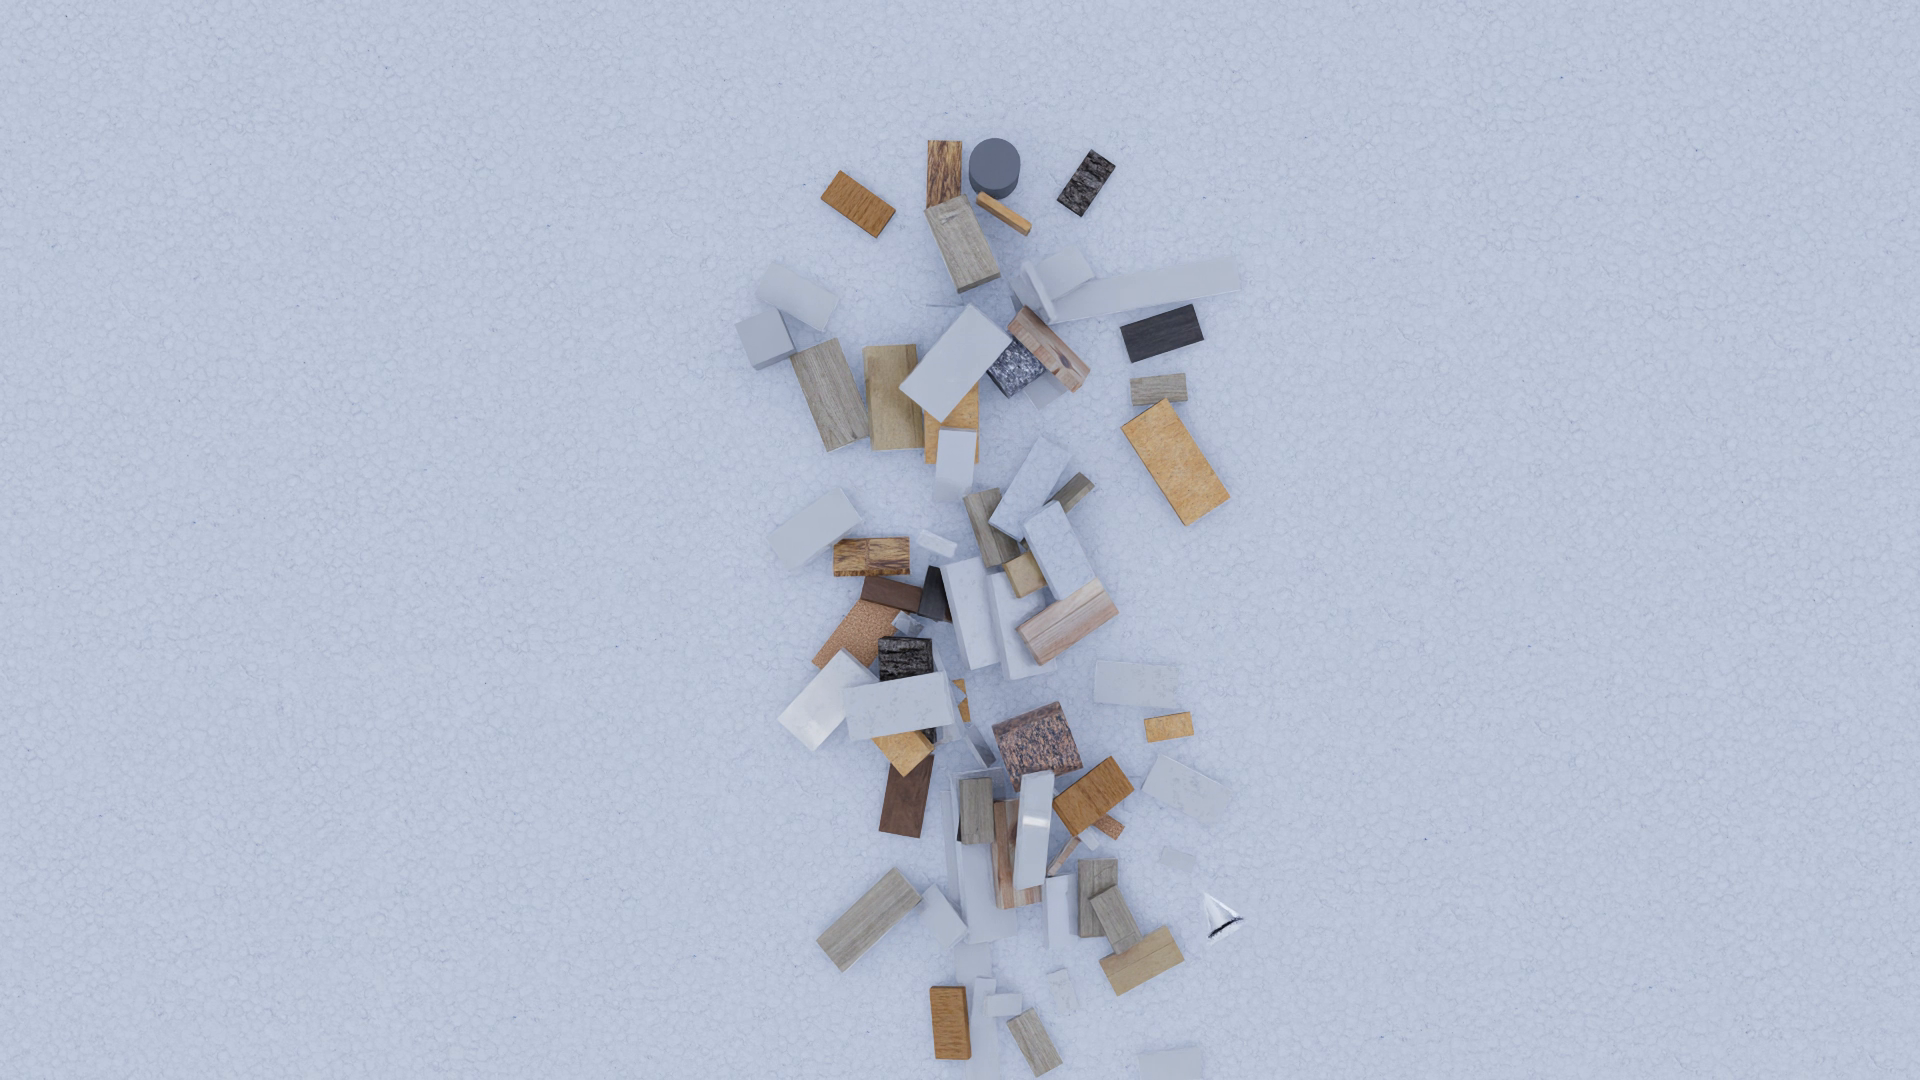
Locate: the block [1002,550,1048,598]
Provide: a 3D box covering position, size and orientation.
[{"bbox_3d":[0.273,0.081,5.433,0.251,0.036,0.126,-27,97,-20],"label":"block"}]

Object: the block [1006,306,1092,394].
[{"bbox_3d":[0.292,-0.624,5.379,0.304,0.152,0.043,44,120,-7],"label":"block"}]

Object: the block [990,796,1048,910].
[{"bbox_3d":[0.193,1.027,5.439,0.174,0.049,0.347,-5,90,-26],"label":"block"}]

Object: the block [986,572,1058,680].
[{"bbox_3d":[0.202,0.273,5.440,0.176,0.050,0.352,-10,90,-25],"label":"block"}]

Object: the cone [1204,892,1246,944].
[{"bbox_3d":[0.846,1.230,5.466,0.152,0.152,0.152,-31,63,0],"label":"cone"}]

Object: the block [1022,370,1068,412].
[{"bbox_3d":[0.310,-0.518,5.487,0.185,0.026,0.092,-35,90,0],"label":"block"}]

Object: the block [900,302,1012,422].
[{"bbox_3d":[-0.014,-0.571,5.321,0.178,0.050,0.356,39,104,-11],"label":"block"}]

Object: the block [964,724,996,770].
[{"bbox_3d":[0.062,0.686,5.464,0.020,0.071,0.142,-32,89,31],"label":"block"}]

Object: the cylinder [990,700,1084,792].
[{"bbox_3d":[0.252,0.674,5.383,0.235,0.235,0.235,-20,90,0],"label":"cylinder"}]

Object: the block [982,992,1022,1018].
[{"bbox_3d":[0.142,1.537,5.455,0.138,0.020,0.069,6,90,-32],"label":"block"}]

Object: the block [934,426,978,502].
[{"bbox_3d":[-0.016,-0.248,5.433,0.123,0.035,0.247,5,114,-1],"label":"block"}]

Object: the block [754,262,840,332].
[{"bbox_3d":[-0.541,-0.810,5.482,0.254,0.036,0.127,28,90,0],"label":"block"}]

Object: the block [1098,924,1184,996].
[{"bbox_3d":[0.604,1.397,5.482,0.255,0.036,0.127,-28,90,0],"label":"block"}]

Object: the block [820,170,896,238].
[{"bbox_3d":[-0.338,-1.116,5.484,0.226,0.032,0.113,35,90,0],"label":"block"}]

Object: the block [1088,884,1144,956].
[{"bbox_3d":[0.514,1.252,5.448,0.104,0.030,0.209,-28,96,-12],"label":"block"}]

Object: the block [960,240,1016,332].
[{"bbox_3d":[0.078,-0.823,5.446,0.152,0.043,0.304,-19,90,0],"label":"block"}]

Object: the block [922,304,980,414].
[{"bbox_3d":[-0.029,-0.591,5.420,0.178,0.050,0.356,2,108,0],"label":"block"}]

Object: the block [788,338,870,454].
[{"bbox_3d":[-0.423,-0.480,5.476,0.171,0.049,0.343,-22,90,0],"label":"block"}]

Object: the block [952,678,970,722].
[{"bbox_3d":[-0.011,0.538,5.490,0.071,0.020,0.142,-9,90,0],"label":"block"}]

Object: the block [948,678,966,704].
[{"bbox_3d":[-0.052,0.494,5.469,0.142,0.020,0.071,43,98,6],"label":"block"}]

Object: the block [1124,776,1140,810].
[{"bbox_3d":[0.573,0.845,5.492,0.056,0.016,0.112,-1,90,0],"label":"block"}]

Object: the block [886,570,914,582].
[{"bbox_3d":[-0.212,0.129,5.492,0.111,0.016,0.055,-41,90,0],"label":"block"}]

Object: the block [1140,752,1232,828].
[{"bbox_3d":[0.752,0.831,5.481,0.272,0.039,0.136,27,90,0],"label":"block"}]

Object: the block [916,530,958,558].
[{"bbox_3d":[-0.074,0.012,5.376,0.123,0.247,0.035,23,94,0],"label":"block"}]

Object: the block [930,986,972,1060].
[{"bbox_3d":[-0.032,1.599,5.463,0.117,0.033,0.234,-5,90,22],"label":"block"}]

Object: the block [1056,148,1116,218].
[{"bbox_3d":[0.420,-1.187,5.486,0.100,0.028,0.201,34,90,0],"label":"block"}]

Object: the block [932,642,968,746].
[{"bbox_3d":[-0.106,0.517,5.443,0.162,0.046,0.325,-19,90,27],"label":"block"}]

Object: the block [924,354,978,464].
[{"bbox_3d":[-0.027,-0.429,5.420,0.178,0.050,0.356,0,108,1],"label":"block"}]

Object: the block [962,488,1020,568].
[{"bbox_3d":[0.107,-0.041,5.444,0.123,0.035,0.247,-16,84,-28],"label":"block"}]

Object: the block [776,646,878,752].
[{"bbox_3d":[-0.436,0.527,5.444,0.162,0.046,0.325,42,102,-1],"label":"block"}]

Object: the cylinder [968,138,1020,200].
[{"bbox_3d":[0.113,-1.216,5.416,0.168,0.168,0.168,0,90,0],"label":"cylinder"}]

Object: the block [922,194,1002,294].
[{"bbox_3d":[0.006,-0.971,5.406,0.152,0.043,0.304,-22,75,-1],"label":"block"}]

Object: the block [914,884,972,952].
[{"bbox_3d":[-0.063,1.241,5.427,0.103,0.029,0.205,-42,53,0],"label":"block"}]

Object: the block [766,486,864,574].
[{"bbox_3d":[-0.480,-0.032,5.458,0.294,0.042,0.147,-35,73,0],"label":"block"}]

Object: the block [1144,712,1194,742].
[{"bbox_3d":[0.695,0.623,5.489,0.155,0.022,0.077,-10,90,0],"label":"block"}]

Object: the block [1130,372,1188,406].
[{"bbox_3d":[0.660,-0.499,5.487,0.184,0.026,0.092,-6,90,0],"label":"block"}]

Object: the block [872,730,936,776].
[{"bbox_3d":[-0.222,0.625,5.411,0.279,0.040,0.140,49,114,10],"label":"block"}]

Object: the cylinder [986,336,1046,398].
[{"bbox_3d":[0.174,-0.573,5.423,0.155,0.155,0.155,-38,90,0],"label":"cylinder"}]

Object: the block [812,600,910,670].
[{"bbox_3d":[-0.330,0.324,5.477,0.162,0.046,0.325,38,90,0],"label":"block"}]
